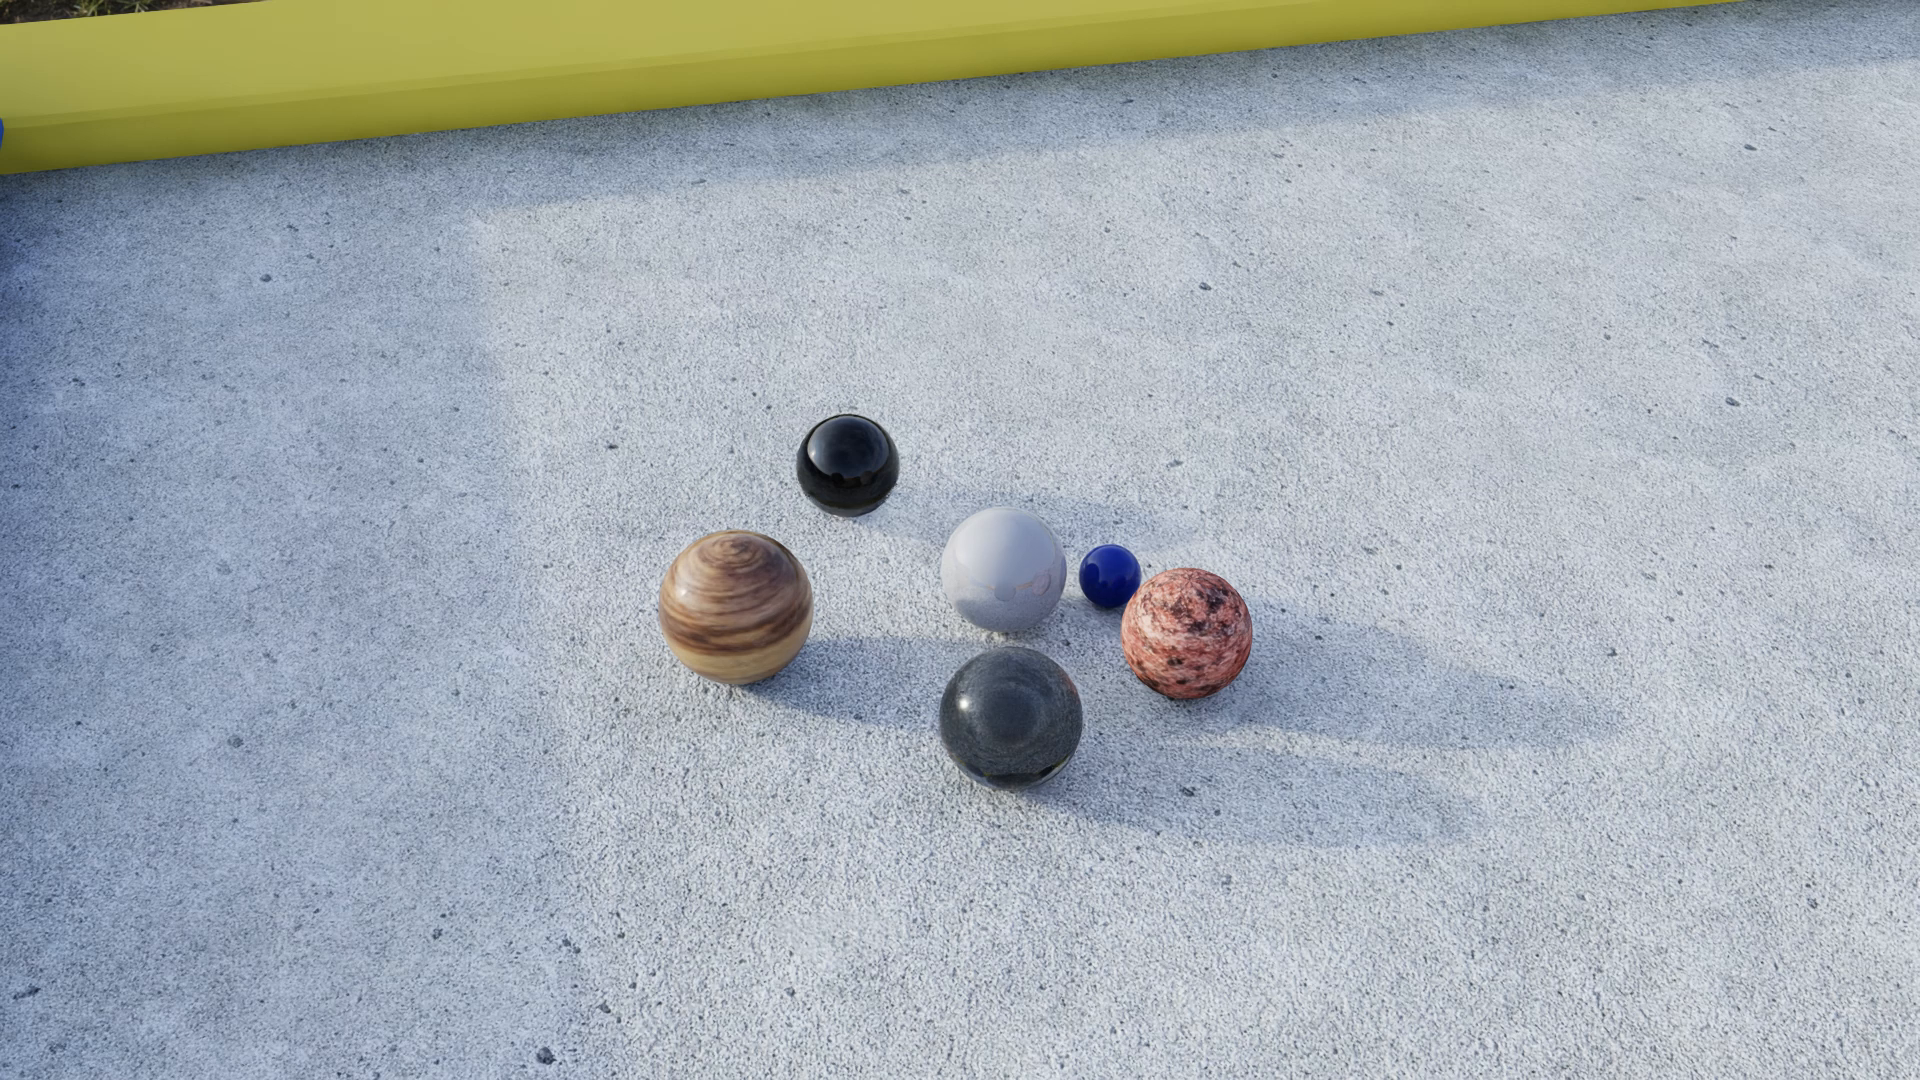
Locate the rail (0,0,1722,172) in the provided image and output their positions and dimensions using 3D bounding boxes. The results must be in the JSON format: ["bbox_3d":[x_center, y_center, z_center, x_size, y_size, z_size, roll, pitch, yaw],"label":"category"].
[{"bbox_3d":[0.495,-0.512,2.293,2.679,0.128,0.045,-8,36,-10],"label":"rail"}]

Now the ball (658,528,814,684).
[{"bbox_3d":[-0.135,0.040,1.552,0.094,0.094,0.094,0,36,0],"label":"ball"}]

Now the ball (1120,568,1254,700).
[{"bbox_3d":[0.136,0.056,1.543,0.079,0.079,0.079,0,36,0],"label":"ball"}]

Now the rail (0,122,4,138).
[{"bbox_3d":[-0.630,0.061,1.492,0.045,0.128,1.464,-8,36,-10],"label":"rail"}]

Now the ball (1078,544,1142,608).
[{"bbox_3d":[0.095,0.023,1.623,0.040,0.040,0.040,0,36,0],"label":"ball"}]

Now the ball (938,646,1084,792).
[{"bbox_3d":[0.029,0.103,1.475,0.083,0.083,0.083,0,36,0],"label":"ball"}]

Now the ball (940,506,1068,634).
[{"bbox_3d":[0.027,0.018,1.596,0.079,0.079,0.079,0,36,0],"label":"ball"}]

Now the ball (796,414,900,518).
[{"bbox_3d":[-0.074,-0.049,1.699,0.069,0.069,0.069,0,36,0],"label":"ball"}]
